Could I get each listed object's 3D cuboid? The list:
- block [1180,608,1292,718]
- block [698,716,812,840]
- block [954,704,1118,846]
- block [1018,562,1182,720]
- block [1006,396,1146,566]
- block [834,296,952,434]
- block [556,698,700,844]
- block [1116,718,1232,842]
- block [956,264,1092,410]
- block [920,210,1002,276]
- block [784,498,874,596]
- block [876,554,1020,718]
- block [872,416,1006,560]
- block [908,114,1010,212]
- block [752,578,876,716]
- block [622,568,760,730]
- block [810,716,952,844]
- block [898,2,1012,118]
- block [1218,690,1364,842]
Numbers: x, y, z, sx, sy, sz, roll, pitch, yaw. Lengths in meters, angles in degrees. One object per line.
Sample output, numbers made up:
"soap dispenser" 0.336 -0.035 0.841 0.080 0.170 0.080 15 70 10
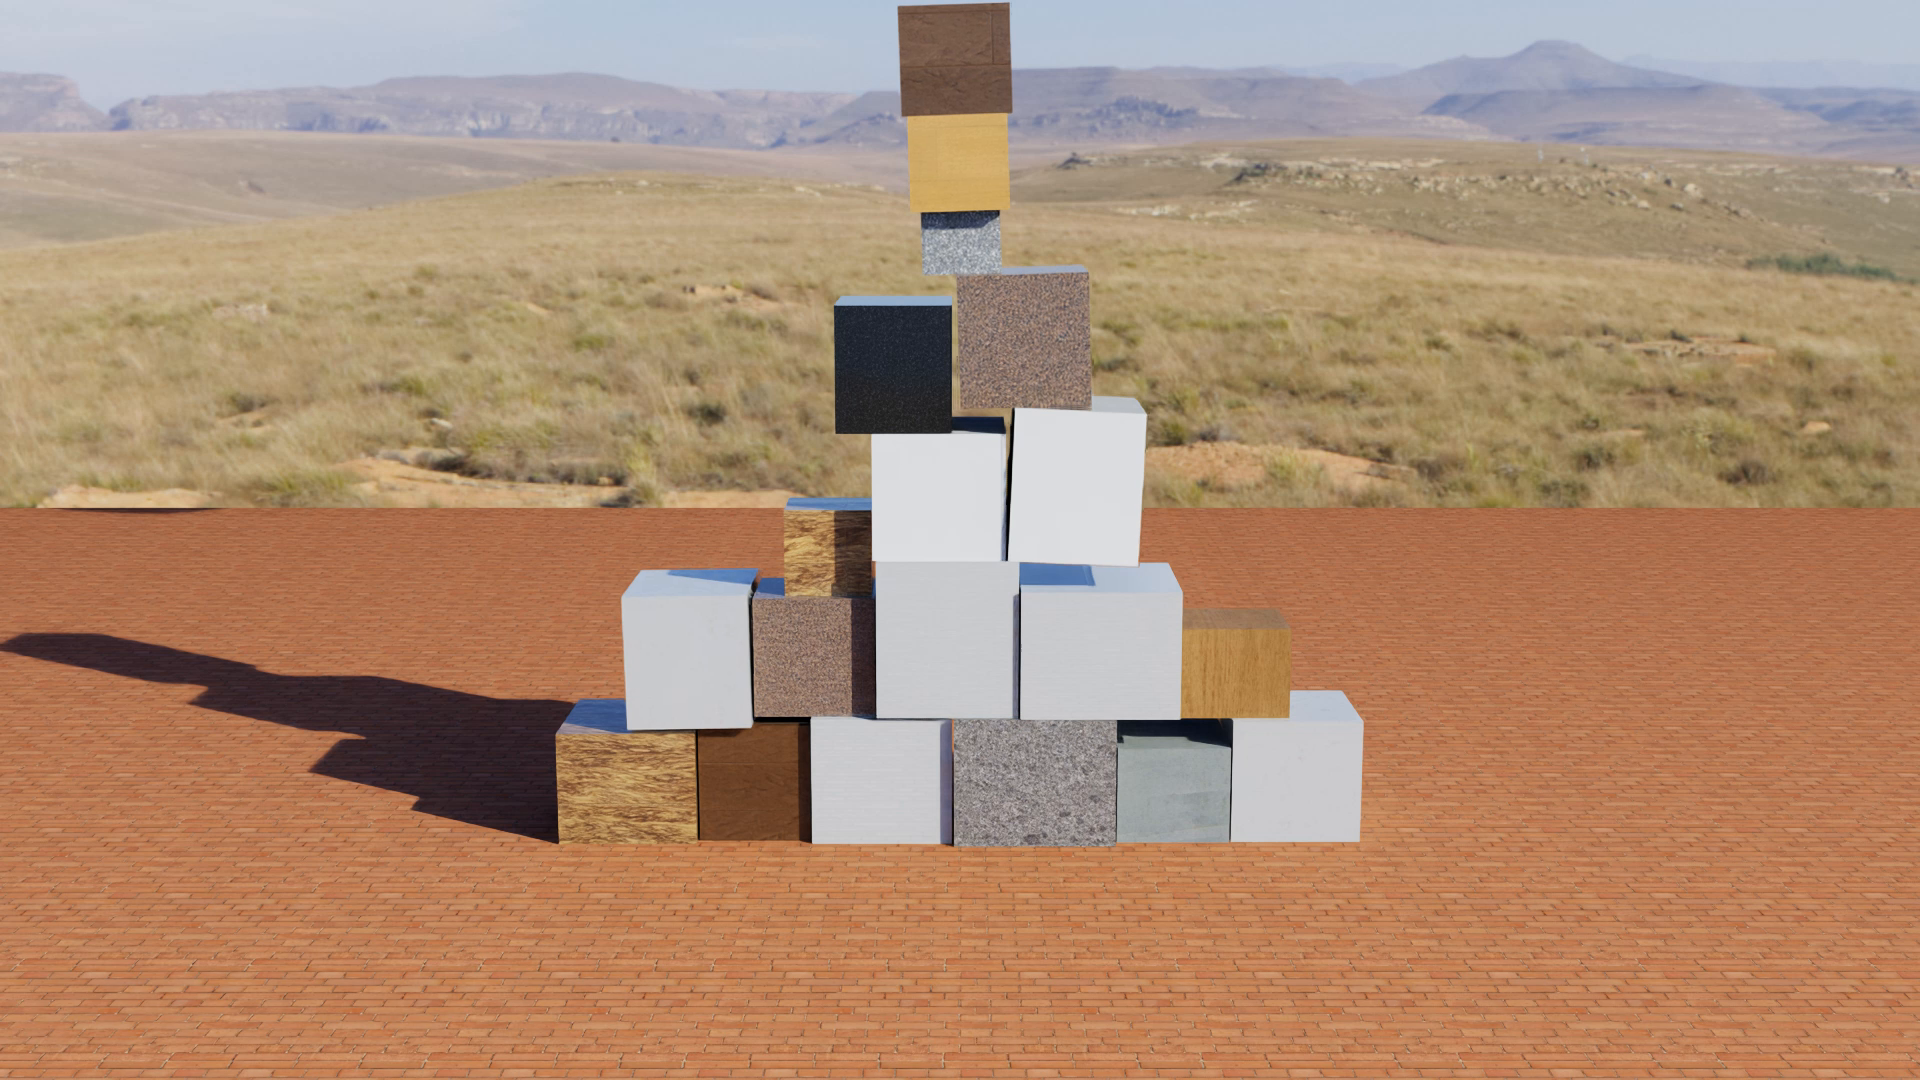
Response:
"block" 1.386 0.630 11.309 0.556 0.460 0.495 0 10 0
"block" -1.038 1.178 11.397 0.563 0.604 0.583 0 10 0
"block" 0.376 1.153 11.376 0.814 0.662 0.736 0 10 0
"block" 0.700 0.507 11.272 0.796 0.646 0.774 0 10 0
"block" 0.573 -0.316 11.109 0.642 0.757 0.696 2 10 0
"block" -0.325 -0.888 11.037 0.571 0.627 0.669 0 10 0
"block" -1.678 1.192 11.410 0.696 0.573 0.710 0 10 0
"block" 1.078 1.234 11.402 0.570 0.493 0.634 0 10 0
"block" 0.312 -1.021 10.977 0.640 0.646 0.623 -2 10 0
"block" 0.007 -1.486 10.921 0.386 0.309 0.339 -2 10 0
"block" -0.660 0.031 11.174 0.434 0.434 0.396 0 10 0
"block" -0.062 0.431 11.272 0.707 0.795 0.747 0 10 0
"block" -0.104 -0.270 11.146 0.659 0.629 0.702 0 10 0
"block" -0.006 -1.862 10.847 0.480 0.457 0.514 -2 10 0
"block" -0.730 0.543 11.269 0.608 0.607 0.534 0 10 0
"block" -1.360 0.549 11.274 0.620 0.678 0.690 -1 10 0
"block" -0.394 1.159 11.383 0.707 0.647 0.653 0 10 0
"block" -0.022 -2.343 10.771 0.534 0.518 0.512 -2 10 0
"block" 1.699 1.164 11.406 0.653 0.628 0.641 0 10 0
